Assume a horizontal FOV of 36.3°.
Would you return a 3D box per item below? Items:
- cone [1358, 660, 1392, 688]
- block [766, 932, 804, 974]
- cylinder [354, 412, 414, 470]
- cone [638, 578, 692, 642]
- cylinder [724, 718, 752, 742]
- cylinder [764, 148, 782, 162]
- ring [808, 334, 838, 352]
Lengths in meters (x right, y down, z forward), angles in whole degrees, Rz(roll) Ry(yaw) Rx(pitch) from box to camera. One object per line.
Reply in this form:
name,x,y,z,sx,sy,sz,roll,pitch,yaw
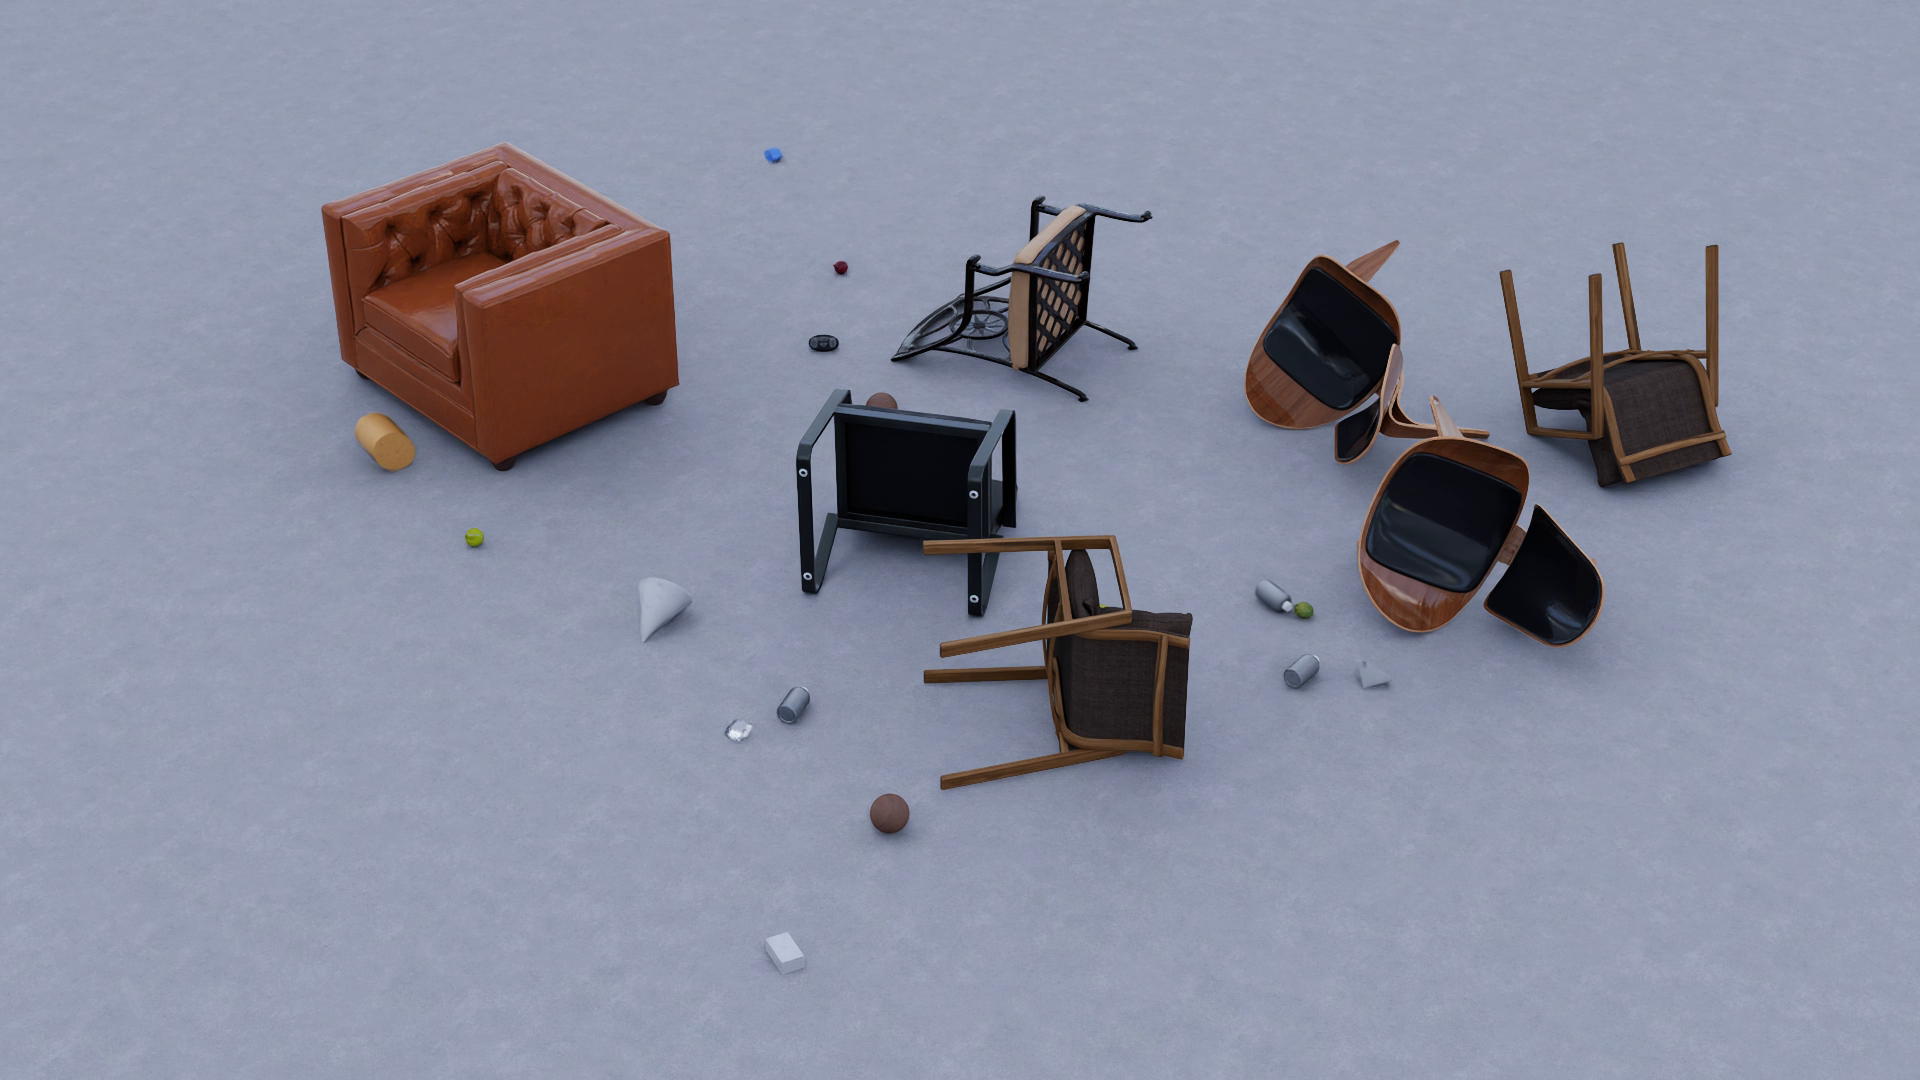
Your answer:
cone,1.418,0.483,10.169,0.140,0.119,0.076,27,80,28
block,-0.536,1.265,8.982,0.074,0.047,0.124,-16,36,-22
cylinder,-2.230,-0.381,11.367,0.152,0.185,0.180,-51,46,1
cone,-1.093,0.278,10.446,0.211,0.180,0.223,7,55,24
cylinder,-0.750,0.643,9.926,0.056,0.047,0.091,15,35,22
cylinder,-0.867,-1.787,13.611,0.053,0.050,0.062,-25,53,-33
ring,-0.564,-0.815,12.137,0.127,0.050,0.080,1,32,4
